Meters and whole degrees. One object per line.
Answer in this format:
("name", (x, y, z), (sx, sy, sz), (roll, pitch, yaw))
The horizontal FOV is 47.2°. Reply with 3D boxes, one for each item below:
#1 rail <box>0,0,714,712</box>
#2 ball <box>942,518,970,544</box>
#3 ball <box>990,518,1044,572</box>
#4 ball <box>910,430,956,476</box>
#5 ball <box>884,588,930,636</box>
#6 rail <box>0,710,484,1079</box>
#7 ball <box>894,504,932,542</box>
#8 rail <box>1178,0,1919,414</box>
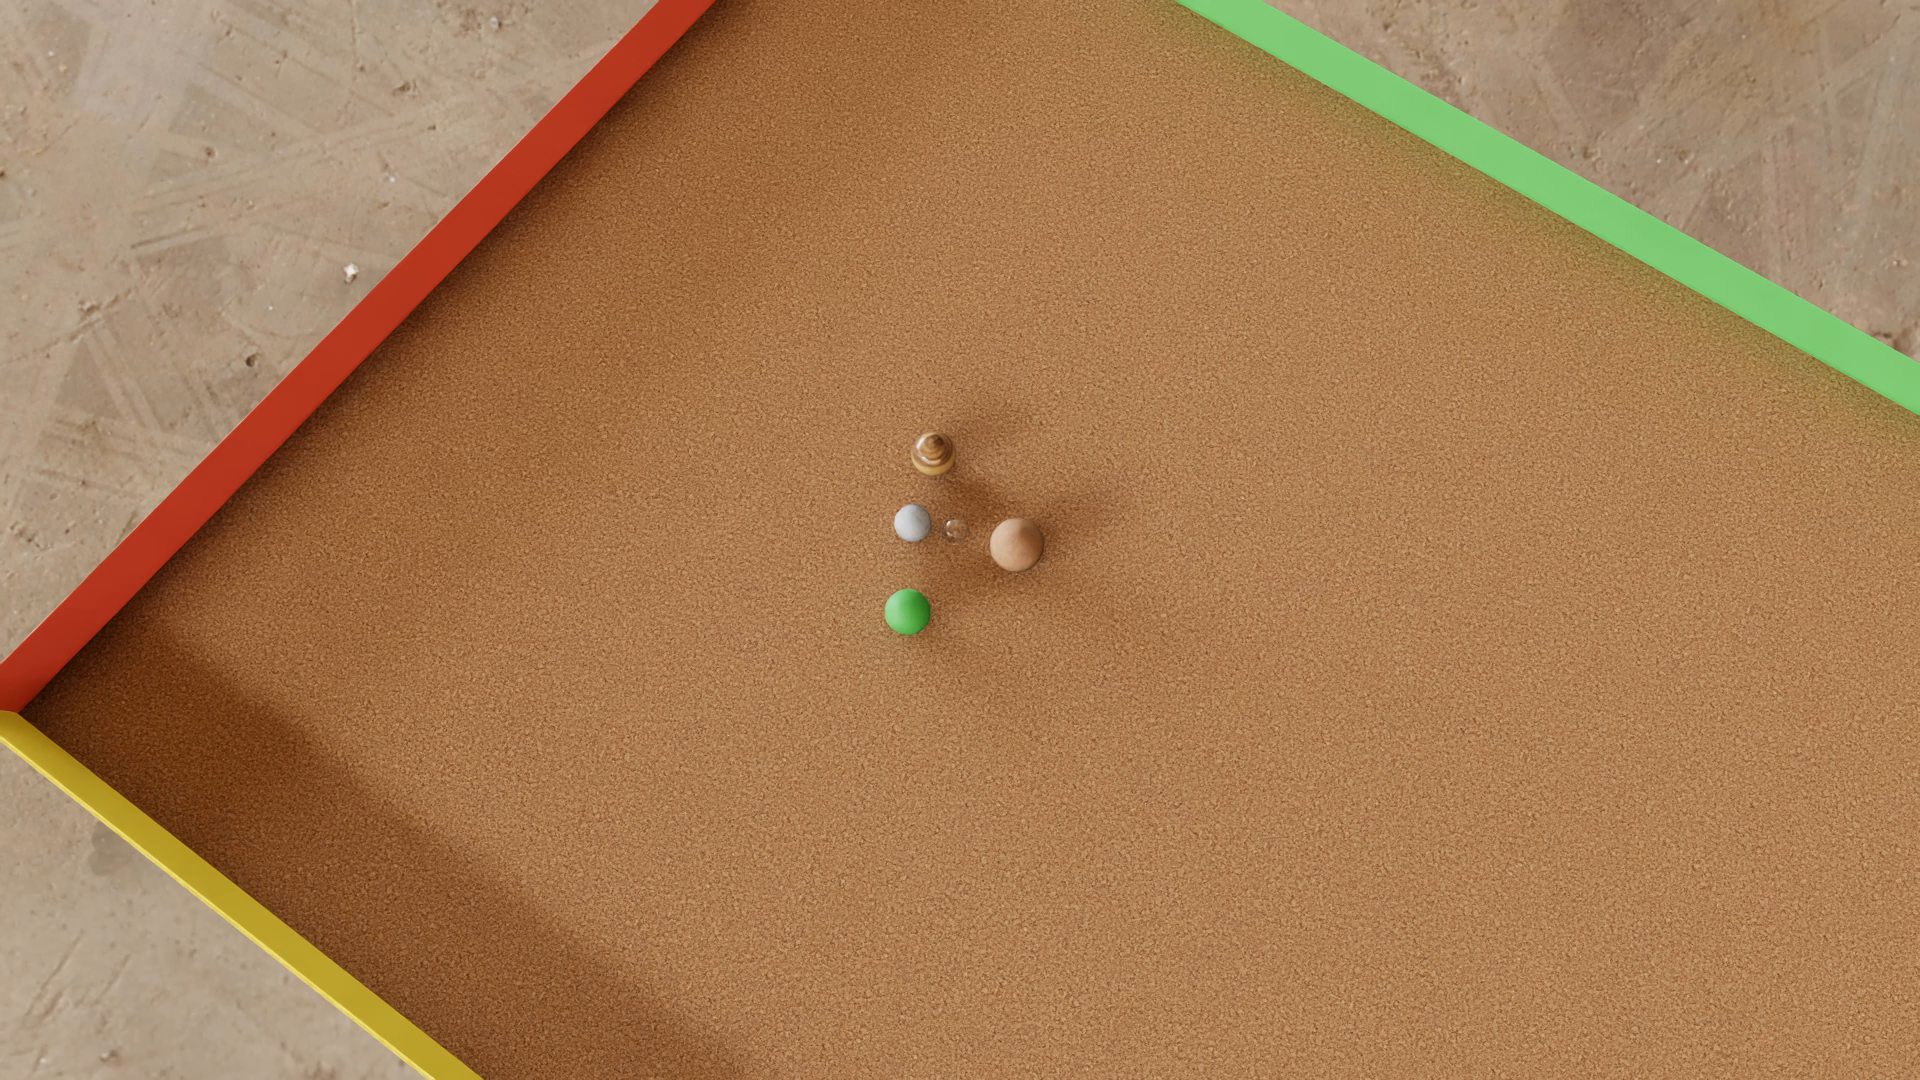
("rail", (-0.834, -0.556, 3.839), (0.045, 0.120, 2.332), (33, 68, 15))
("ball", (-0.008, -0.015, 3.618), (0.045, 0.045, 0.045), (0, 64, 0))
("ball", (0.093, 0.008, 3.582), (0.089, 0.089, 0.089), (0, 64, 0))
("ball", (-0.044, -0.144, 3.664), (0.076, 0.076, 0.076), (0, 64, 0))
("ball", (-0.084, 0.116, 3.538), (0.074, 0.074, 0.074), (0, 64, 0))
("rail", (0.182, 1.377, 2.898), (4.218, 0.120, 0.045), (33, 68, 15))
("ball", (-0.078, -0.028, 3.615), (0.062, 0.062, 0.062), (0, 64, 0))
("rail", (1.524, -0.285, 3.707), (4.218, 0.120, 0.045), (33, 68, 15))
